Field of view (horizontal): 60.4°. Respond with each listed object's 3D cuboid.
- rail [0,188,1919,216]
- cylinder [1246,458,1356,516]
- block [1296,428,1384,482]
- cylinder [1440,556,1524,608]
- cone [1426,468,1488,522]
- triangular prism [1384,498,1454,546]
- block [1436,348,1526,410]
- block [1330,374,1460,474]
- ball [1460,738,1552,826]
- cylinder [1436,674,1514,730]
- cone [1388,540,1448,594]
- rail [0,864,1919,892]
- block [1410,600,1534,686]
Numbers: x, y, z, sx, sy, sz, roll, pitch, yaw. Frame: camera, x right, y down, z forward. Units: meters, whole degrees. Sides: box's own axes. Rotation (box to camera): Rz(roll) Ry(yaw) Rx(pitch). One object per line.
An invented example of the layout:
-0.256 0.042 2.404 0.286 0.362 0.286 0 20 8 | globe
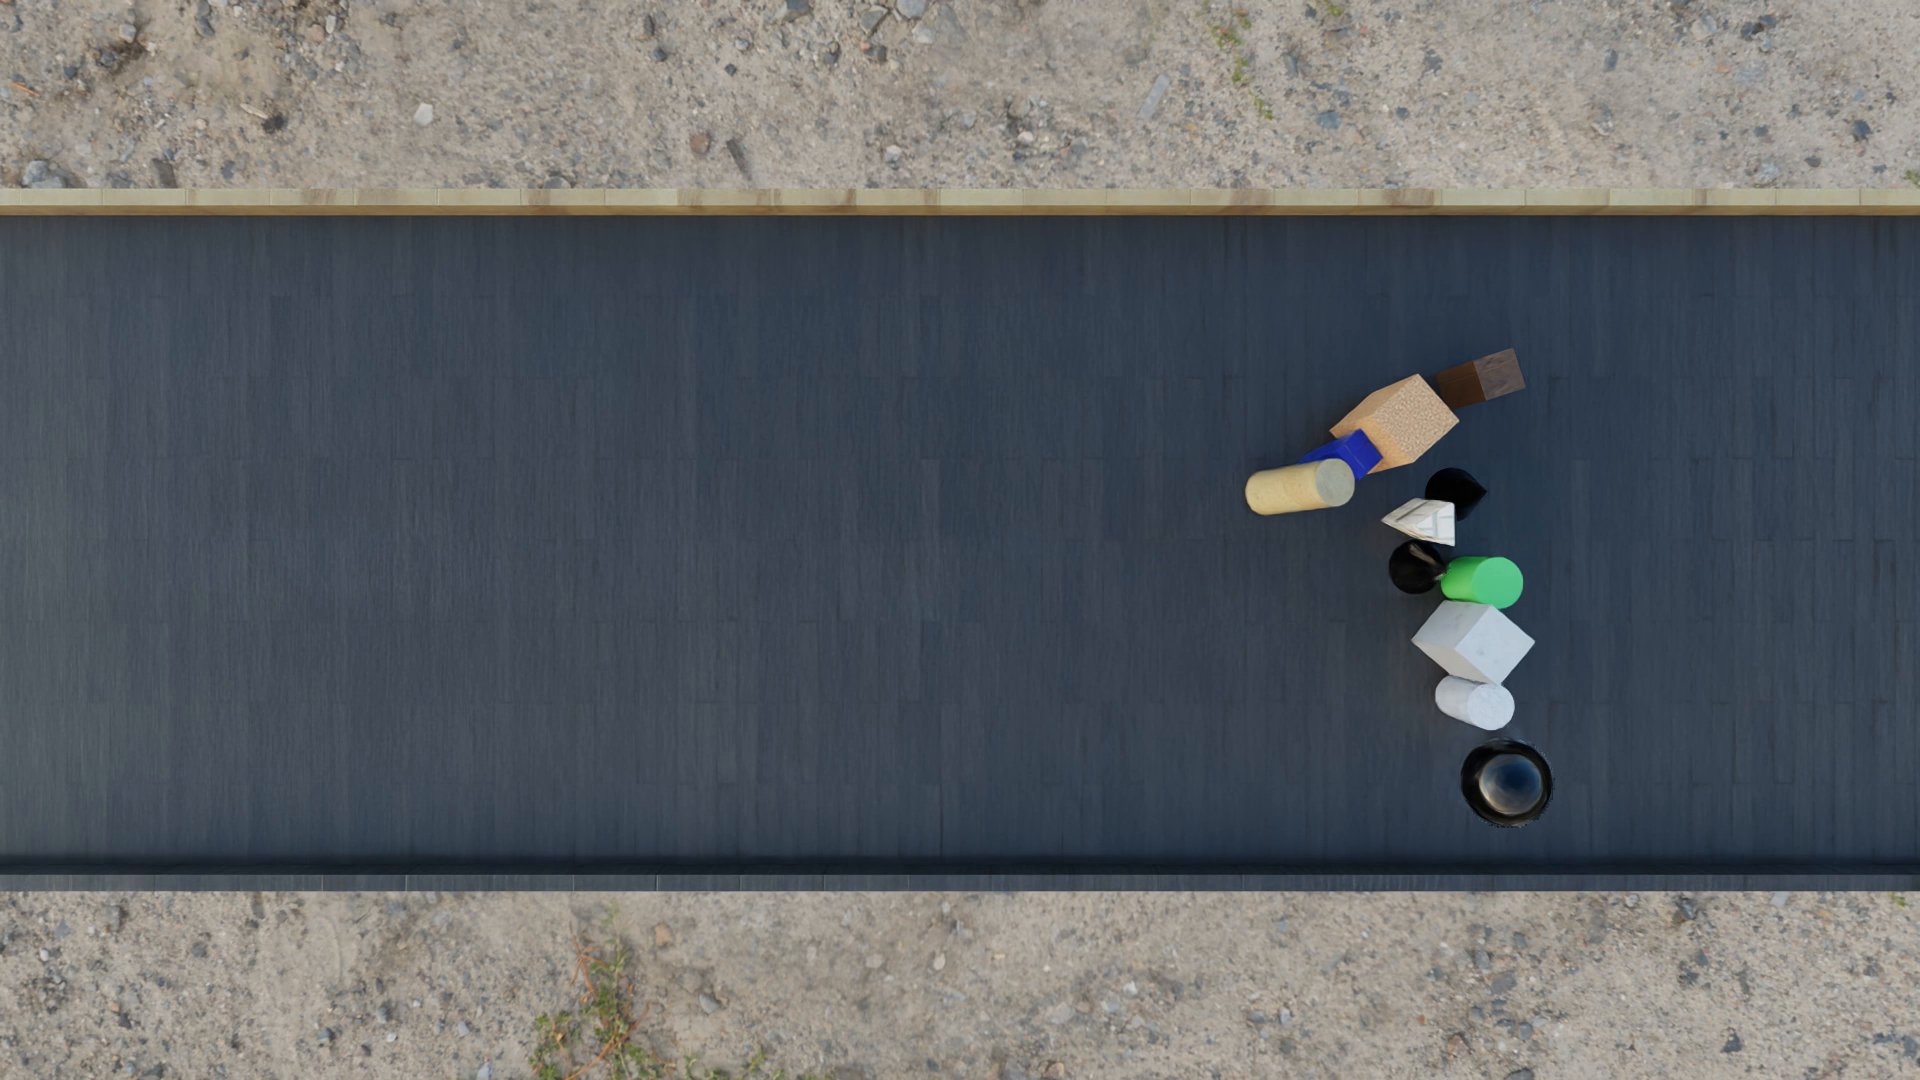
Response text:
-2.247 -1.025 5.002 12.000 0.150 0.050 0 90 0 | rail
1.003 -0.155 4.886 0.139 0.355 0.139 2 86 -24 | cylinder
1.111 -0.220 4.912 0.111 0.304 0.111 -40 93 -21 | block
1.555 0.126 4.925 0.150 0.302 0.150 0 90 -1 | cylinder
1.515 -0.139 4.904 0.168 0.345 0.168 0 90 0 | cone
1.376 -0.069 4.880 0.122 0.384 0.106 27 93 -2 | triangular prism
1.538 -0.473 4.889 0.121 0.375 0.121 -18 90 0 | block
1.268 -0.335 4.845 0.178 0.454 0.178 -41 90 -3 | block
1.533 0.680 4.633 0.247 0.247 0.247 0 90 0 | ball
1.530 0.479 4.915 0.136 0.321 0.136 0 90 0 | cylinder
1.407 0.086 4.922 0.167 0.301 0.167 0 91 -2 | cone
-2.247 1.025 5.001 12.000 0.150 0.050 0 90 0 | rail
1.503 0.298 4.860 0.163 0.428 0.163 40 89 -1 | block
